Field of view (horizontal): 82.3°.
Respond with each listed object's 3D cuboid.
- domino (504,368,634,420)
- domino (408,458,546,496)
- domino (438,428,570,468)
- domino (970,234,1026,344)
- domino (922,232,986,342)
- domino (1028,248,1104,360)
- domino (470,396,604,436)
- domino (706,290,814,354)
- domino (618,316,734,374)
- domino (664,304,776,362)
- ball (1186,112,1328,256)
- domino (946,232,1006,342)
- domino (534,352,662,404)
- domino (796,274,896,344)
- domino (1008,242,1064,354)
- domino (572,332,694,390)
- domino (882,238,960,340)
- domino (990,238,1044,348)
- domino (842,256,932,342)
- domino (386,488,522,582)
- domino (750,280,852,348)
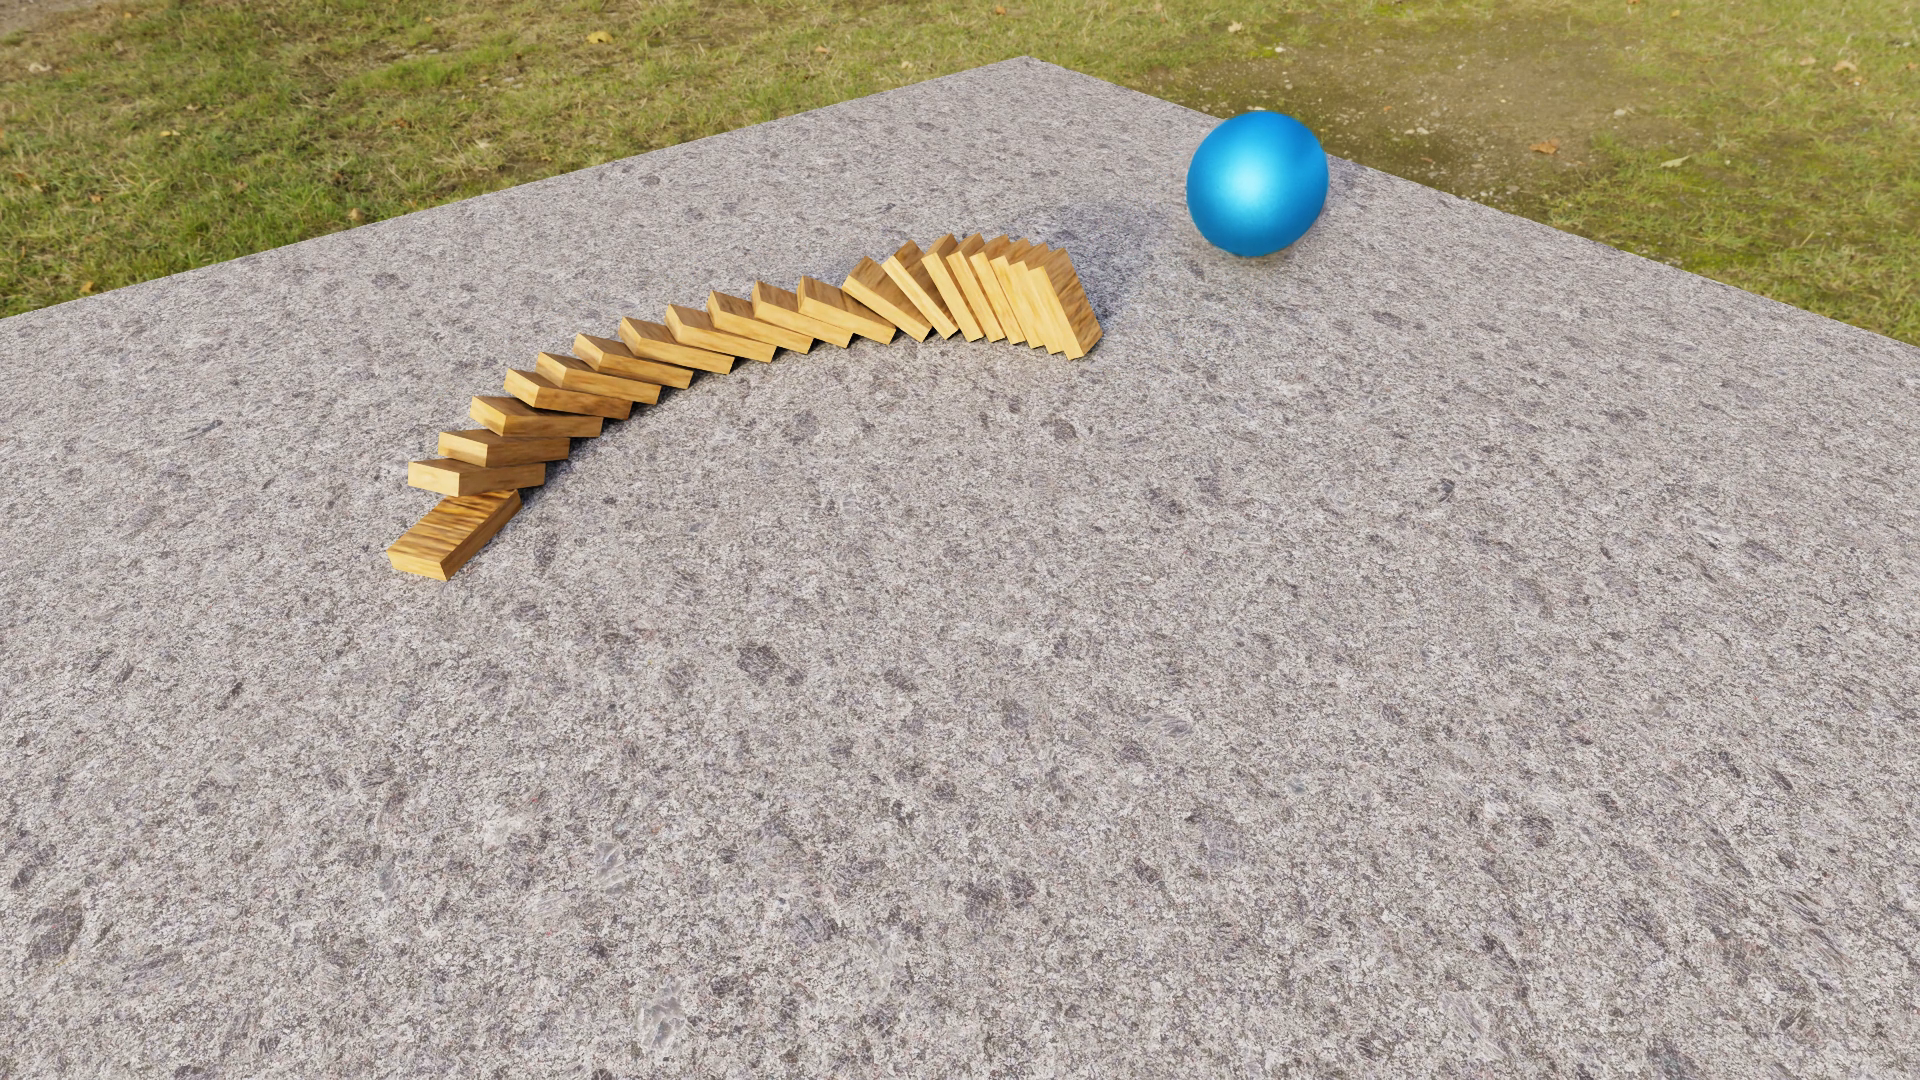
[{"bbox_3d":[-0.179,-0.067,0.504,0.025,0.010,0.050,28,14,32],"label":"domino"},{"bbox_3d":[-0.200,-0.028,0.458,0.025,0.010,0.050,12,12,17],"label":"domino"},{"bbox_3d":[-0.196,-0.041,0.475,0.025,0.009,0.050,15,13,18],"label":"domino"},{"bbox_3d":[0.025,-0.130,0.572,0.009,0.050,0.025,-9,28,40],"label":"domino"},{"bbox_3d":[0.000,-0.132,0.574,0.009,0.050,0.025,-15,30,32],"label":"domino"},{"bbox_3d":[0.054,-0.120,0.560,0.009,0.050,0.025,-9,28,40],"label":"domino"},{"bbox_3d":[-0.189,-0.055,0.493,0.025,0.010,0.050,27,19,29],"label":"domino"},{"bbox_3d":[-0.102,-0.111,0.561,0.050,0.010,0.025,12,30,-31],"label":"domino"},{"bbox_3d":[-0.140,-0.096,0.542,0.050,0.010,0.025,6,29,-42],"label":"domino"},{"bbox_3d":[-0.120,-0.104,0.553,0.050,0.009,0.025,7,30,-37],"label":"domino"},{"bbox_3d":[0.172,-0.206,0.639,0.080,0.080,0.080,0,39,0],"label":"ball"},{"bbox_3d":[0.013,-0.132,0.574,0.009,0.050,0.025,-12,29,35],"label":"domino"},{"bbox_3d":[-0.169,-0.075,0.514,0.025,0.009,0.050,29,15,36],"label":"domino"},{"bbox_3d":[-0.059,-0.120,0.573,0.050,0.010,0.025,16,34,-24],"label":"domino"},{"bbox_3d":[0.045,-0.124,0.564,0.009,0.050,0.025,-9,28,40],"label":"domino"},{"bbox_3d":[-0.157,-0.086,0.528,0.025,0.009,0.050,35,19,35],"label":"domino"},{"bbox_3d":[-0.017,-0.132,0.578,0.050,0.009,0.025,48,38,-13],"label":"domino"},{"bbox_3d":[0.036,-0.128,0.569,0.009,0.050,0.025,-9,28,40],"label":"domino"},{"bbox_3d":[-0.035,-0.127,0.580,0.050,0.010,0.025,33,41,-7],"label":"domino"},{"bbox_3d":[-0.205,-0.005,0.449,0.025,0.009,0.050,11,41,14],"label":"domino"},{"bbox_3d":[-0.082,-0.117,0.568,0.050,0.010,0.025,15,31,-26],"label":"domino"}]
